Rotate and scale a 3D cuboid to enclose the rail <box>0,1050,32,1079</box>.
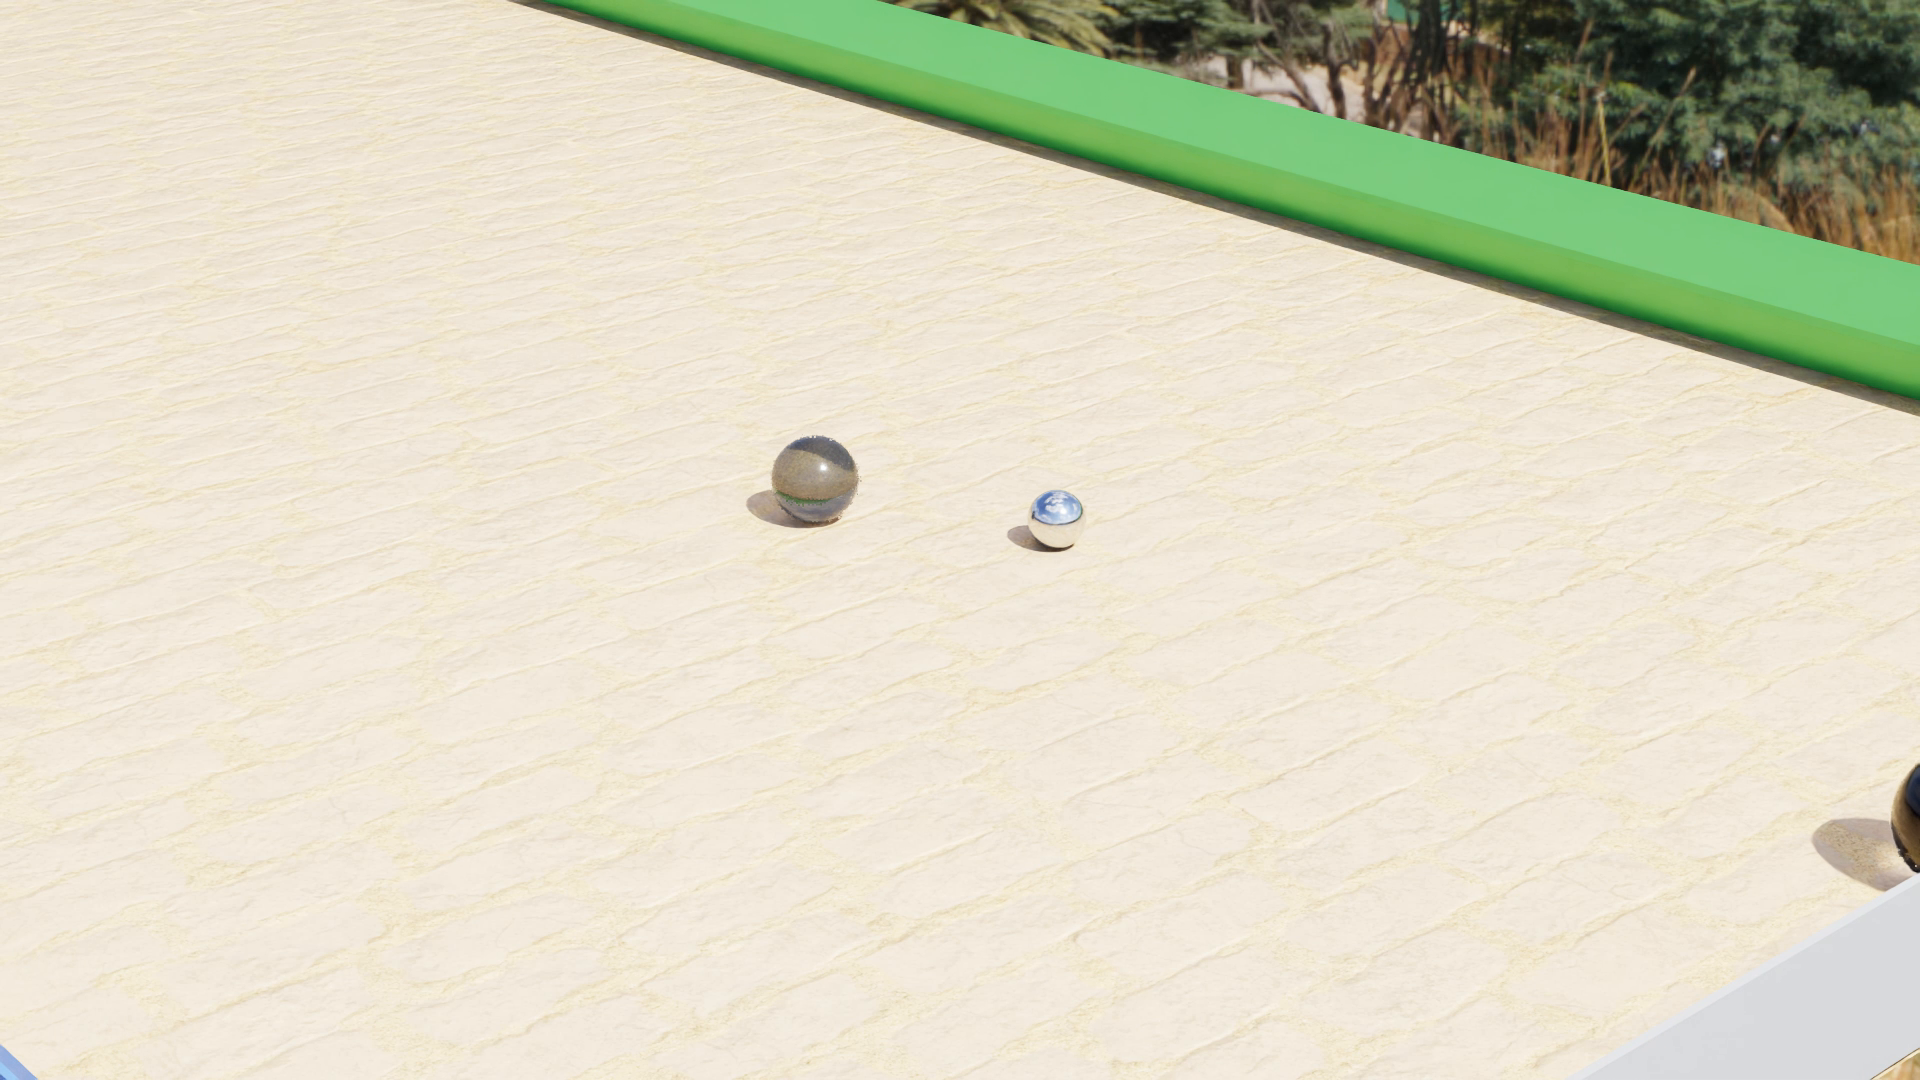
[{"bbox_3d":[-1.321,-0.047,2.442,0.045,0.128,3.646,-19,29,-37],"label":"rail"}]

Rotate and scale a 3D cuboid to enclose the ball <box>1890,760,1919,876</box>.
[{"bbox_3d":[0.663,0.184,1.931,0.099,0.099,0.099,0,23,0],"label":"ball"}]

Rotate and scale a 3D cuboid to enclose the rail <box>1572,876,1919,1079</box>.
[{"bbox_3d":[0.585,0.232,1.776,1.964,0.128,0.045,-19,29,-37],"label":"rail"}]

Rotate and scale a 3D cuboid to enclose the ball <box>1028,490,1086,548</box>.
[{"bbox_3d":[0.082,-0.018,2.477,0.050,0.050,0.050,0,23,0],"label":"ball"}]

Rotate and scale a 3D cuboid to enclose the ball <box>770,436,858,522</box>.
[{"bbox_3d":[-0.125,-0.052,2.527,0.075,0.075,0.075,0,23,0],"label":"ball"}]

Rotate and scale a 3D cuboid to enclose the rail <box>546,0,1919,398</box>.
[{"bbox_3d":[0.120,-0.533,3.608,0.045,0.128,3.646,-19,29,-37],"label":"rail"}]
